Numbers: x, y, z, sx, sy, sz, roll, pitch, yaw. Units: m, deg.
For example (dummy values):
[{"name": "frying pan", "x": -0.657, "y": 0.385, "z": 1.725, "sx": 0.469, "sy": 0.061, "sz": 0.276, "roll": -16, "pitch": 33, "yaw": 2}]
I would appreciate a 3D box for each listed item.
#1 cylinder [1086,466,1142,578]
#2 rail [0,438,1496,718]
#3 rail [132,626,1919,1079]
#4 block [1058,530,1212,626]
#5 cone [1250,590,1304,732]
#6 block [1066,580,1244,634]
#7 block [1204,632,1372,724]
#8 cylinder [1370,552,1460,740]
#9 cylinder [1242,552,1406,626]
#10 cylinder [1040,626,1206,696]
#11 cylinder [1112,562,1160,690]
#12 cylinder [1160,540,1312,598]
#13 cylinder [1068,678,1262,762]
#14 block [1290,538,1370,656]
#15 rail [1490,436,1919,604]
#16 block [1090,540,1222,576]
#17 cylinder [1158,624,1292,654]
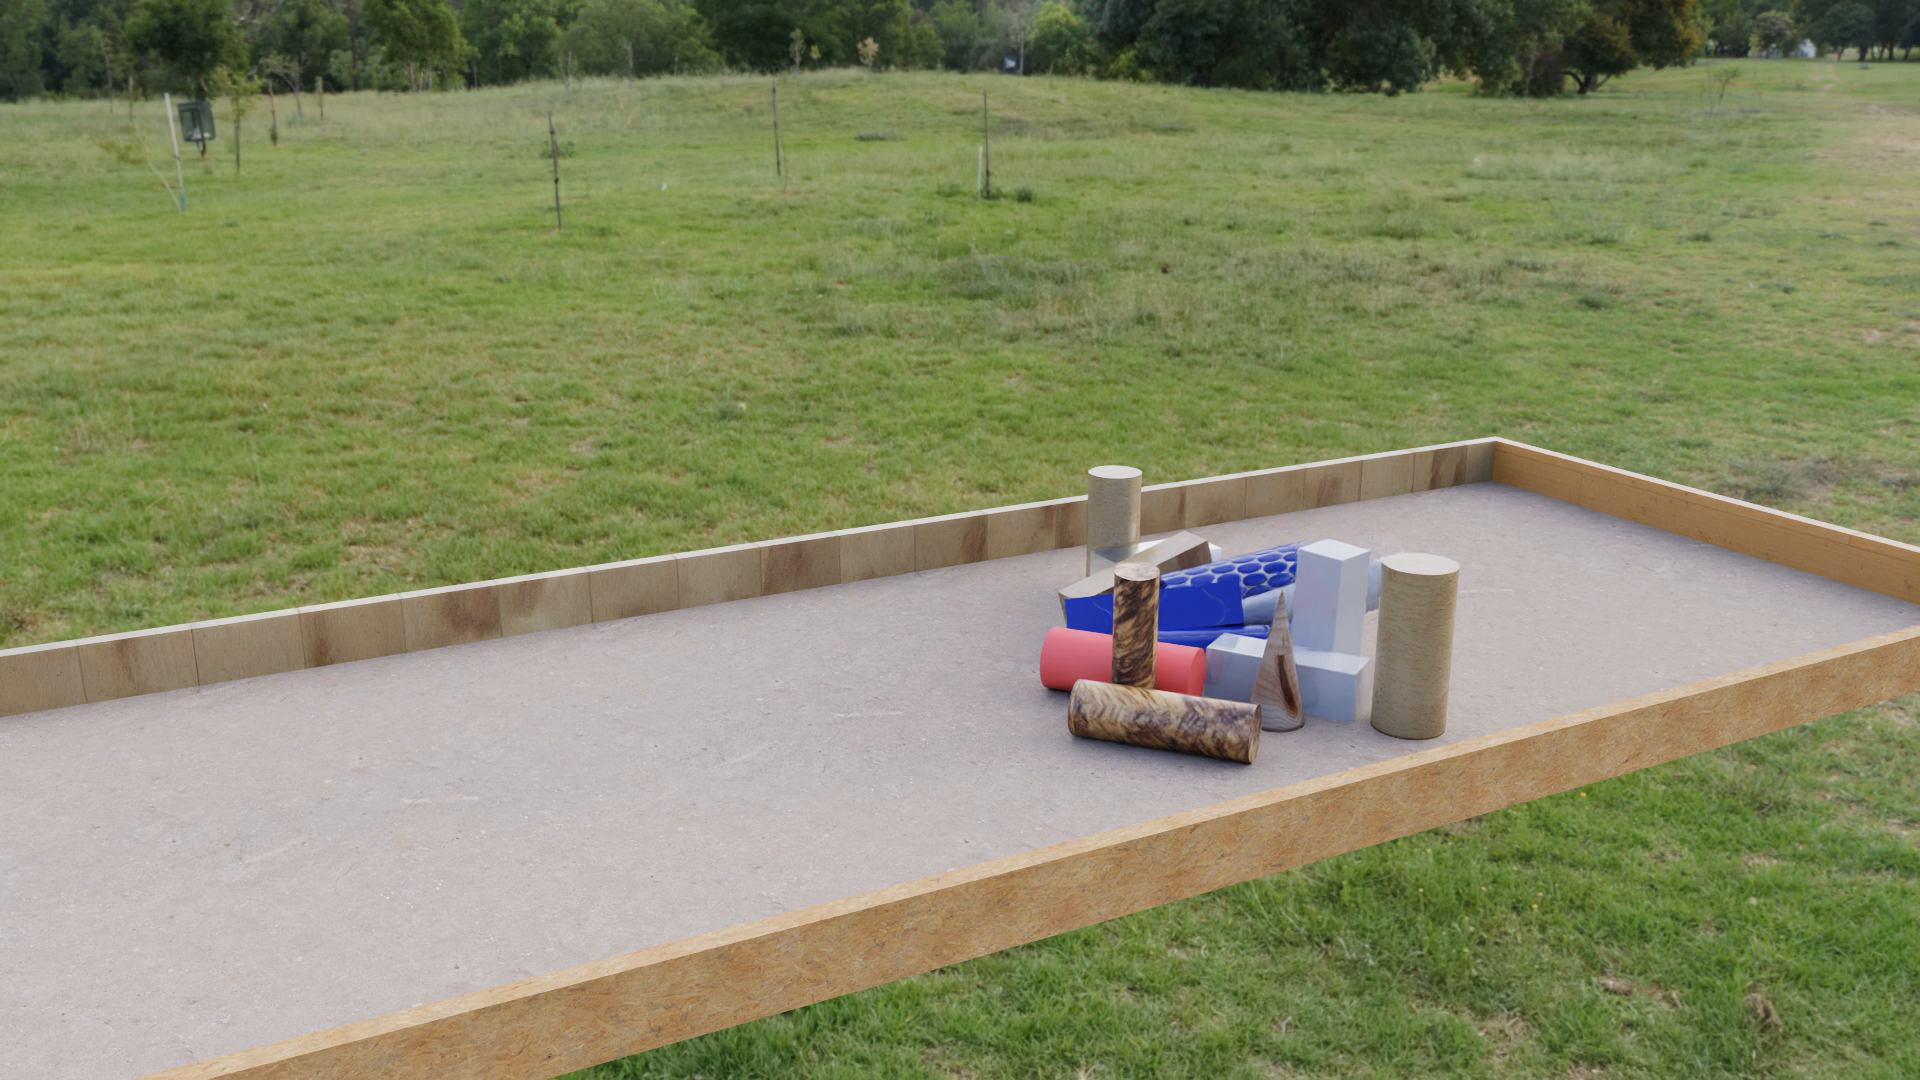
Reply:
[{"name": "cylinder", "x": 0.450, "y": -0.030, "z": 4.837, "sx": 0.155, "sy": 0.350, "sz": 0.155, "roll": 0, "pitch": 16, "yaw": 0}, {"name": "rail", "x": -3.305, "y": 0.497, "z": 3.399, "sx": 12.000, "sy": 0.150, "sz": 0.050, "roll": -9, "pitch": 18, "yaw": -27}, {"name": "rail", "x": -2.336, "y": 1.006, "z": 1.665, "sx": 12.000, "sy": 0.150, "sz": 0.050, "roll": -9, "pitch": 18, "yaw": -27}, {"name": "block", "x": 0.489, "y": 0.119, "z": 4.555, "sx": 0.432, "sy": 0.109, "sz": 0.109, "roll": -25, "pitch": 25, "yaw": -21}, {"name": "cone", "x": 0.744, "y": 0.267, "z": 3.852, "sx": 0.139, "sy": 0.335, "sz": 0.139, "roll": 0, "pitch": 16, "yaw": 0}, {"name": "block", "x": 0.506, "y": 0.199, "z": 4.297, "sx": 0.450, "sy": 0.113, "sz": 0.113, "roll": -6, "pitch": -17, "yaw": 6}, {"name": "block", "x": 0.792, "y": 0.333, "z": 4.002, "sx": 0.372, "sy": 0.124, "sz": 0.124, "roll": 9, "pitch": 19, "yaw": 29}, {"name": "cylinder", "x": 1.050, "y": 0.245, "z": 3.814, "sx": 0.170, "sy": 0.398, "sz": 0.170, "roll": 0, "pitch": 16, "yaw": 0}, {"name": "cylinder", "x": 0.951, "y": 0.153, "z": 4.273, "sx": 0.453, "sy": 0.124, "sz": 0.124, "roll": -19, "pitch": 6, "yaw": 29}, {"name": "cylinder", "x": 0.397, "y": 0.312, "z": 4.022, "sx": 0.374, "sy": 0.153, "sz": 0.153, "roll": 7, "pitch": 18, "yaw": 23}, {"name": "cylinder", "x": 0.406, "y": 0.245, "z": 3.833, "sx": 0.104, "sy": 0.379, "sz": 0.104, "roll": -1, "pitch": 23, "yaw": 0}, {"name": "cylinder", "x": 0.759, "y": 0.132, "z": 4.499, "sx": 0.451, "sy": 0.171, "sz": 0.171, "roll": -13, "pitch": 19, "yaw": -15}, {"name": "cylinder", "x": 0.463, "y": 0.408, "z": 3.737, "sx": 0.418, "sy": 0.131, "sz": 0.131, "roll": 7, "pitch": 18, "yaw": 22}, {"name": "block", "x": 0.906, "y": 0.193, "z": 4.060, "sx": 0.125, "sy": 0.356, "sz": 0.125, "roll": -15, "pitch": 24, "yaw": -41}, {"name": "rail", "x": 2.466, "y": -0.048, "z": 5.253, "sx": 0.050, "sy": 0.150, "sz": 2.100, "roll": -9, "pitch": 18, "yaw": -27}, {"name": "block", "x": 0.562, "y": 0.100, "z": 4.744, "sx": 0.348, "sy": 0.152, "sz": 0.152, "roll": -8, "pitch": 18, "yaw": -27}, {"name": "cylinder", "x": 0.683, "y": 0.277, "z": 4.208, "sx": 0.449, "sy": 0.115, "sz": 0.115, "roll": -2, "pitch": 17, "yaw": -7}]
